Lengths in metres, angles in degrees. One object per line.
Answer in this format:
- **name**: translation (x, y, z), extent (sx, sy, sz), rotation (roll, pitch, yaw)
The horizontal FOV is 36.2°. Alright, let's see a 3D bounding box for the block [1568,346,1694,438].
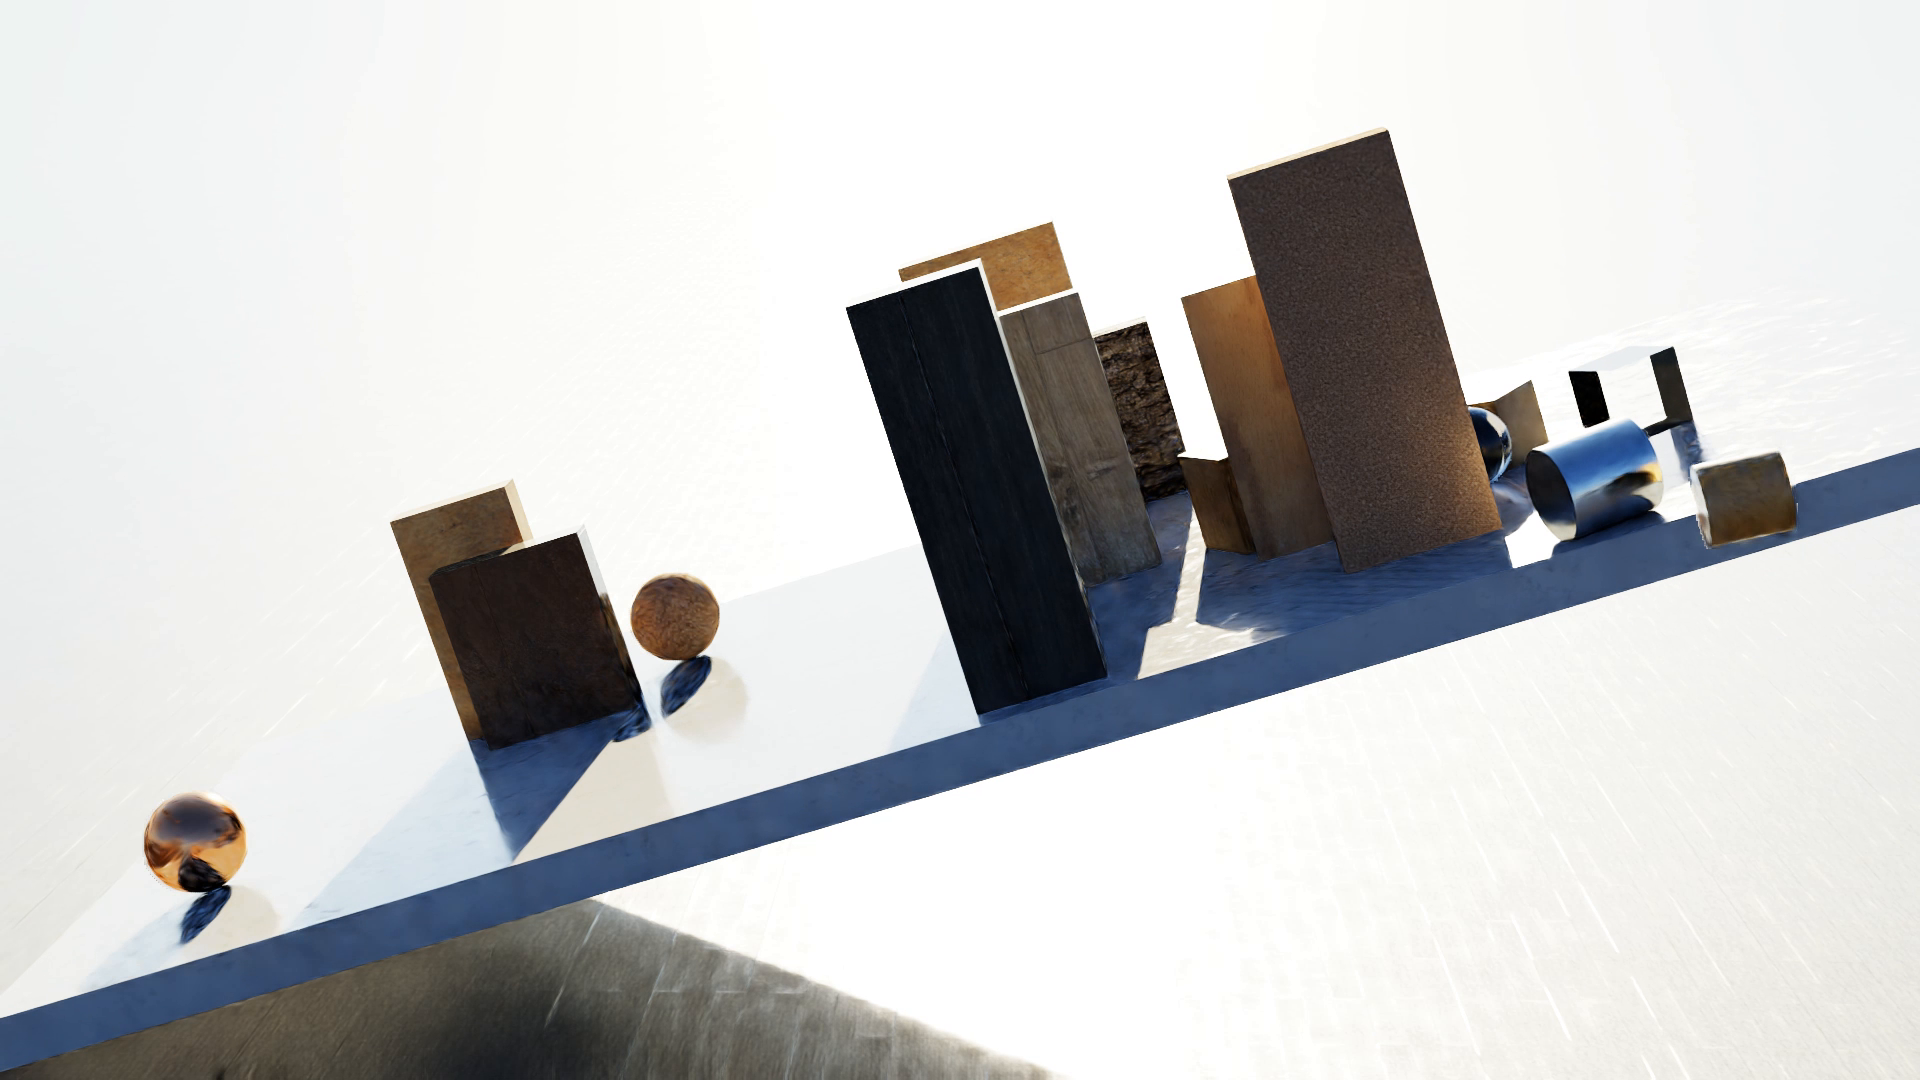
- **block**: translation (1.361, -0.295, 5.972), extent (0.156, 0.156, 0.156), rotation (-21, 11, -19)

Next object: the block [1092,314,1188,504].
- **block**: translation (0.350, -0.282, 6.907), extent (0.306, 0.409, 0.115), rotation (-17, 10, 5)

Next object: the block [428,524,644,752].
- **block**: translation (-0.930, 0.214, 6.463), extent (0.344, 0.409, 0.100), rotation (-17, 10, 5)

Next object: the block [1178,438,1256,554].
- **block**: translation (0.614, -0.108, 6.118), extent (0.206, 0.206, 0.206), rotation (-21, 11, -17)

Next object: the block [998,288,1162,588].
- **block**: translation (0.130, -0.176, 6.183), extent (0.432, 0.602, 0.081), rotation (-17, 10, 5)

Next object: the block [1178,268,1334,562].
- **block**: translation (0.707, -0.284, 5.890), extent (0.393, 0.559, 0.107), rotation (-17, 10, 5)

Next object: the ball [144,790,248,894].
- **ball**: translation (-1.553, 0.614, 5.980), extent (0.208, 0.208, 0.208), rotation (0, 11, 0)

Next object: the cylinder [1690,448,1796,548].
- **cylinder**: translation (1.362, -0.074, 5.116), extent (0.147, 0.147, 0.147), rotation (-12, 10, 7)

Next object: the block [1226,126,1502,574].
- **block**: translation (0.762, -0.355, 5.545), extent (0.306, 0.782, 0.110), rotation (-17, 10, 5)

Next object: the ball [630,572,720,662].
- **ball**: translation (-0.655, 0.176, 6.766), extent (0.208, 0.208, 0.208), rotation (0, 11, 0)

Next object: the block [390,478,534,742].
- **block**: translation (-1.060, 0.158, 6.641), extent (0.274, 0.529, 0.105), rotation (-17, 10, 5)

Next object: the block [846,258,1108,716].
- **block**: translation (0.034, -0.096, 5.394), extent (0.251, 0.789, 0.132), rotation (-17, 10, 5)

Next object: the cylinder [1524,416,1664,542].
- **cylinder**: translation (1.143, -0.110, 5.305), extent (0.178, 0.178, 0.178), rotation (-20, 16, -12)

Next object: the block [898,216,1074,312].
- **block**: translation (0.139, -0.370, 6.935), extent (0.375, 0.692, 0.125), rotation (-17, 10, 5)

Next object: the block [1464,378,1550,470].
- **block**: translation (1.105, -0.233, 6.102), extent (0.149, 0.149, 0.149), rotation (-7, 15, 45)

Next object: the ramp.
- **ramp**: translation (0.098, 0.184, 6.313), extent (4.000, 0.100, 2.000), rotation (-17, 10, 5)

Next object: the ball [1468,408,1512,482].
- **ball**: translation (1.033, -0.187, 5.942), extent (0.162, 0.162, 0.162), rotation (0, 11, 0)
